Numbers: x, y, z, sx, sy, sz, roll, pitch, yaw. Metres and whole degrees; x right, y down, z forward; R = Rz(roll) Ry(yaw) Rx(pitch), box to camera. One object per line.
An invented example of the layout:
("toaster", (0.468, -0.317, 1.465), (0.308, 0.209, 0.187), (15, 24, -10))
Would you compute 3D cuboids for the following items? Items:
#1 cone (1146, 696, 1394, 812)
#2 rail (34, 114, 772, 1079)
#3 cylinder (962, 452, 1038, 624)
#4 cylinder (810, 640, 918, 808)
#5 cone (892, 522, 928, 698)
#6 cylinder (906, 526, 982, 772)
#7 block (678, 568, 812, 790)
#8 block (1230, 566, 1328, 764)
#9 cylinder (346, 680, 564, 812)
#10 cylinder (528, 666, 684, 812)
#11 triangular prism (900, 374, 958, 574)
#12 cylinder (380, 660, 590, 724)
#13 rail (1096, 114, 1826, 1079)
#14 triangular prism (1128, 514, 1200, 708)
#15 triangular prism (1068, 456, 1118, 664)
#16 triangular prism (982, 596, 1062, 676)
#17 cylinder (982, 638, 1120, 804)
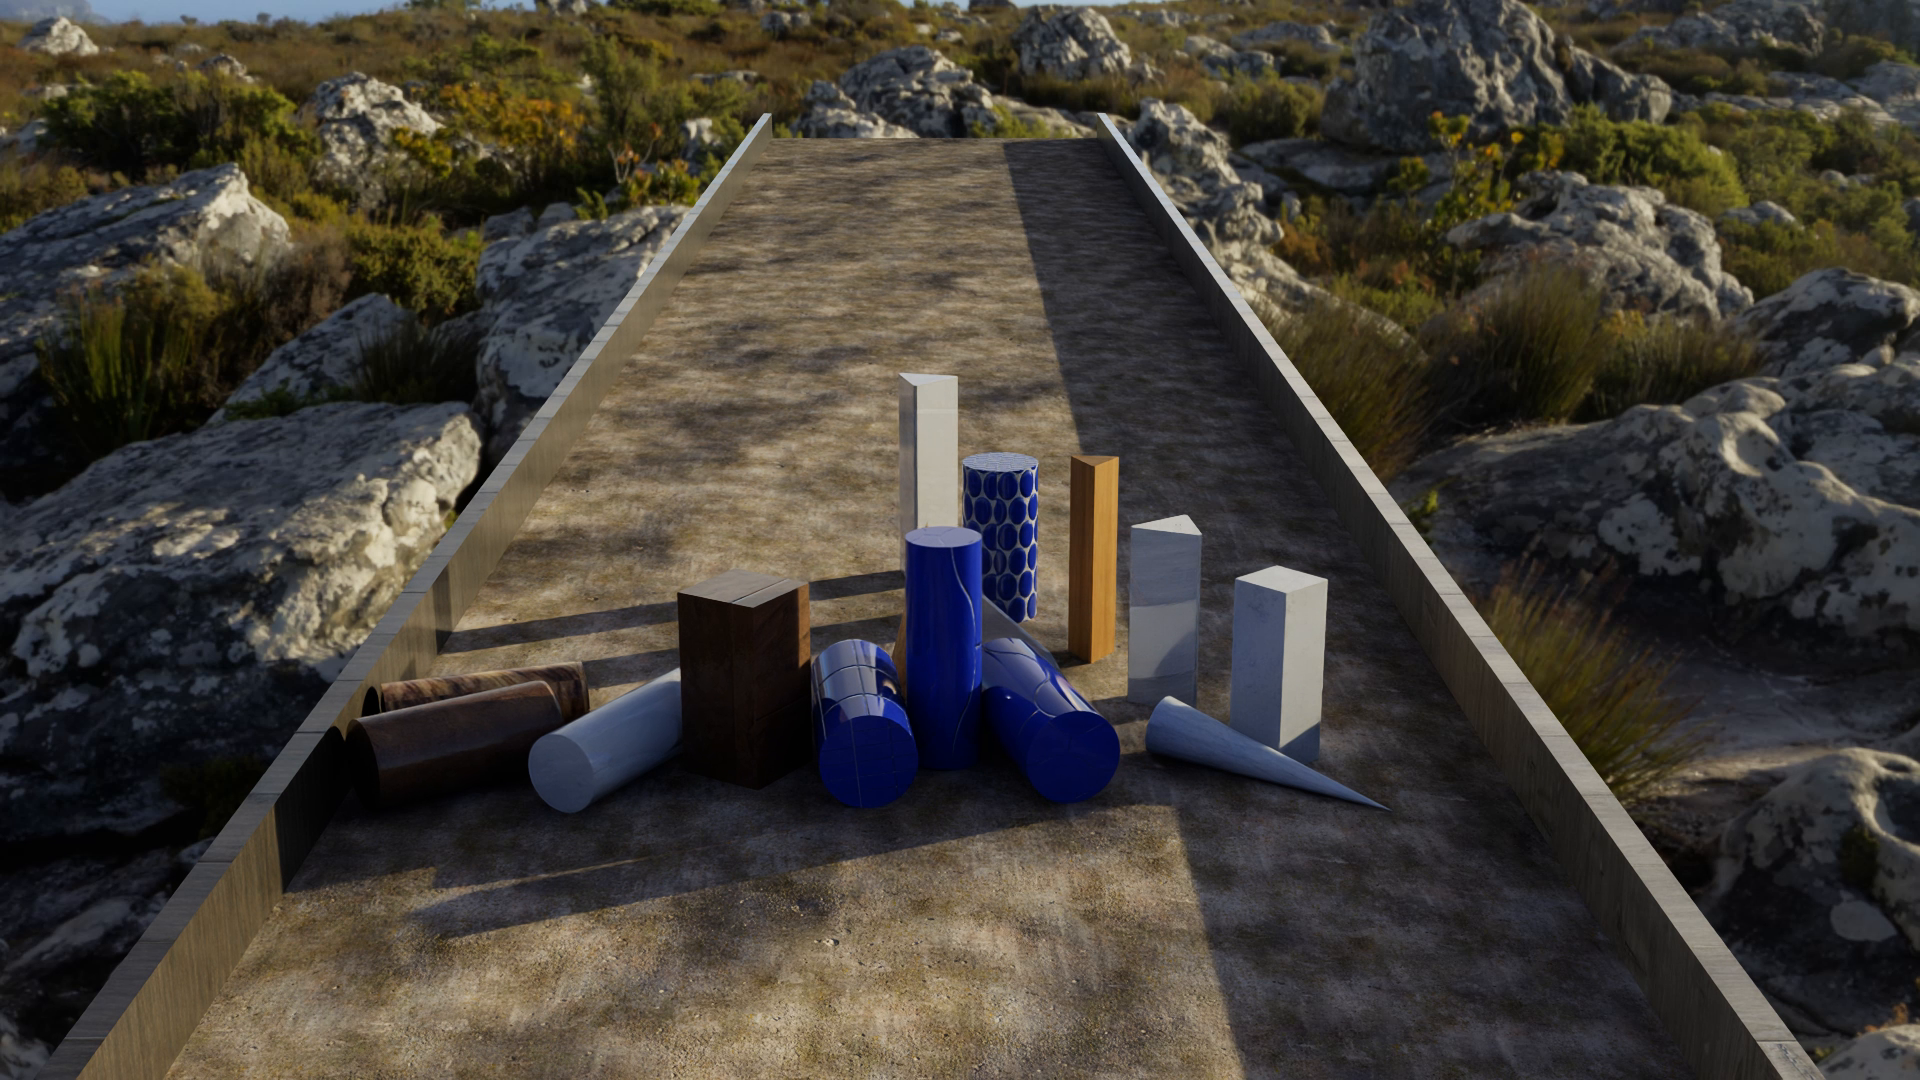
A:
("cone", (0.544, 0.393, 3.810), (0.456, 0.109, 0.109), (19, 24, 31))
("rail", (-1.118, -0.838, 7.780), (0.050, 0.150, 12.000), (0, 17, -1))
("cylinder", (0.084, -0.004, 4.657), (0.160, 0.333, 0.160), (0, 17, 0))
("cylinder", (-0.175, 0.317, 3.868), (0.168, 0.168, 0.388), (-2, 17, -6))
("cone", (-0.063, 0.124, 4.231), (0.169, 0.330, 0.169), (0, 17, 0))
("cylinder", (-0.028, 0.191, 3.867), (0.133, 0.409, 0.133), (0, 16, 0))
("block", (-0.373, 0.240, 3.838), (0.162, 0.331, 0.162), (10, 19, 30))
("block", (0.559, 0.228, 3.872), (0.114, 0.335, 0.114), (-15, 22, -41))
("cylinder", (-0.863, 0.350, 3.773), (0.335, 0.158, 0.158), (-11, 20, -33))
("cylinder", (-0.576, 0.343, 3.832), (0.140, 0.140, 0.380), (9, 19, 27))
("triangular prism", (-0.092, -0.140, 4.899), (0.114, 0.455, 0.132), (15, 22, 42))
("cylinder", (-0.860, 0.303, 3.984), (0.357, 0.128, 0.128), (-6, 18, -19))
("rail", (0.932, -0.844, 7.801), (0.050, 0.150, 12.000), (0, 17, -1))
("triangular prism", (0.404, 0.133, 4.171), (0.136, 0.346, 0.118), (7, 18, 23))
("triangular prism", (0.254, 0.034, 4.396), (0.080, 0.407, 0.093), (11, 20, 34))
("triangular prism", (0.100, 0.216, 4.270), (0.144, 0.125, 0.381), (-5, 17, -19))
("cylinder", (0.136, 0.313, 3.882), (0.167, 0.167, 0.390), (-5, 17, -16))
